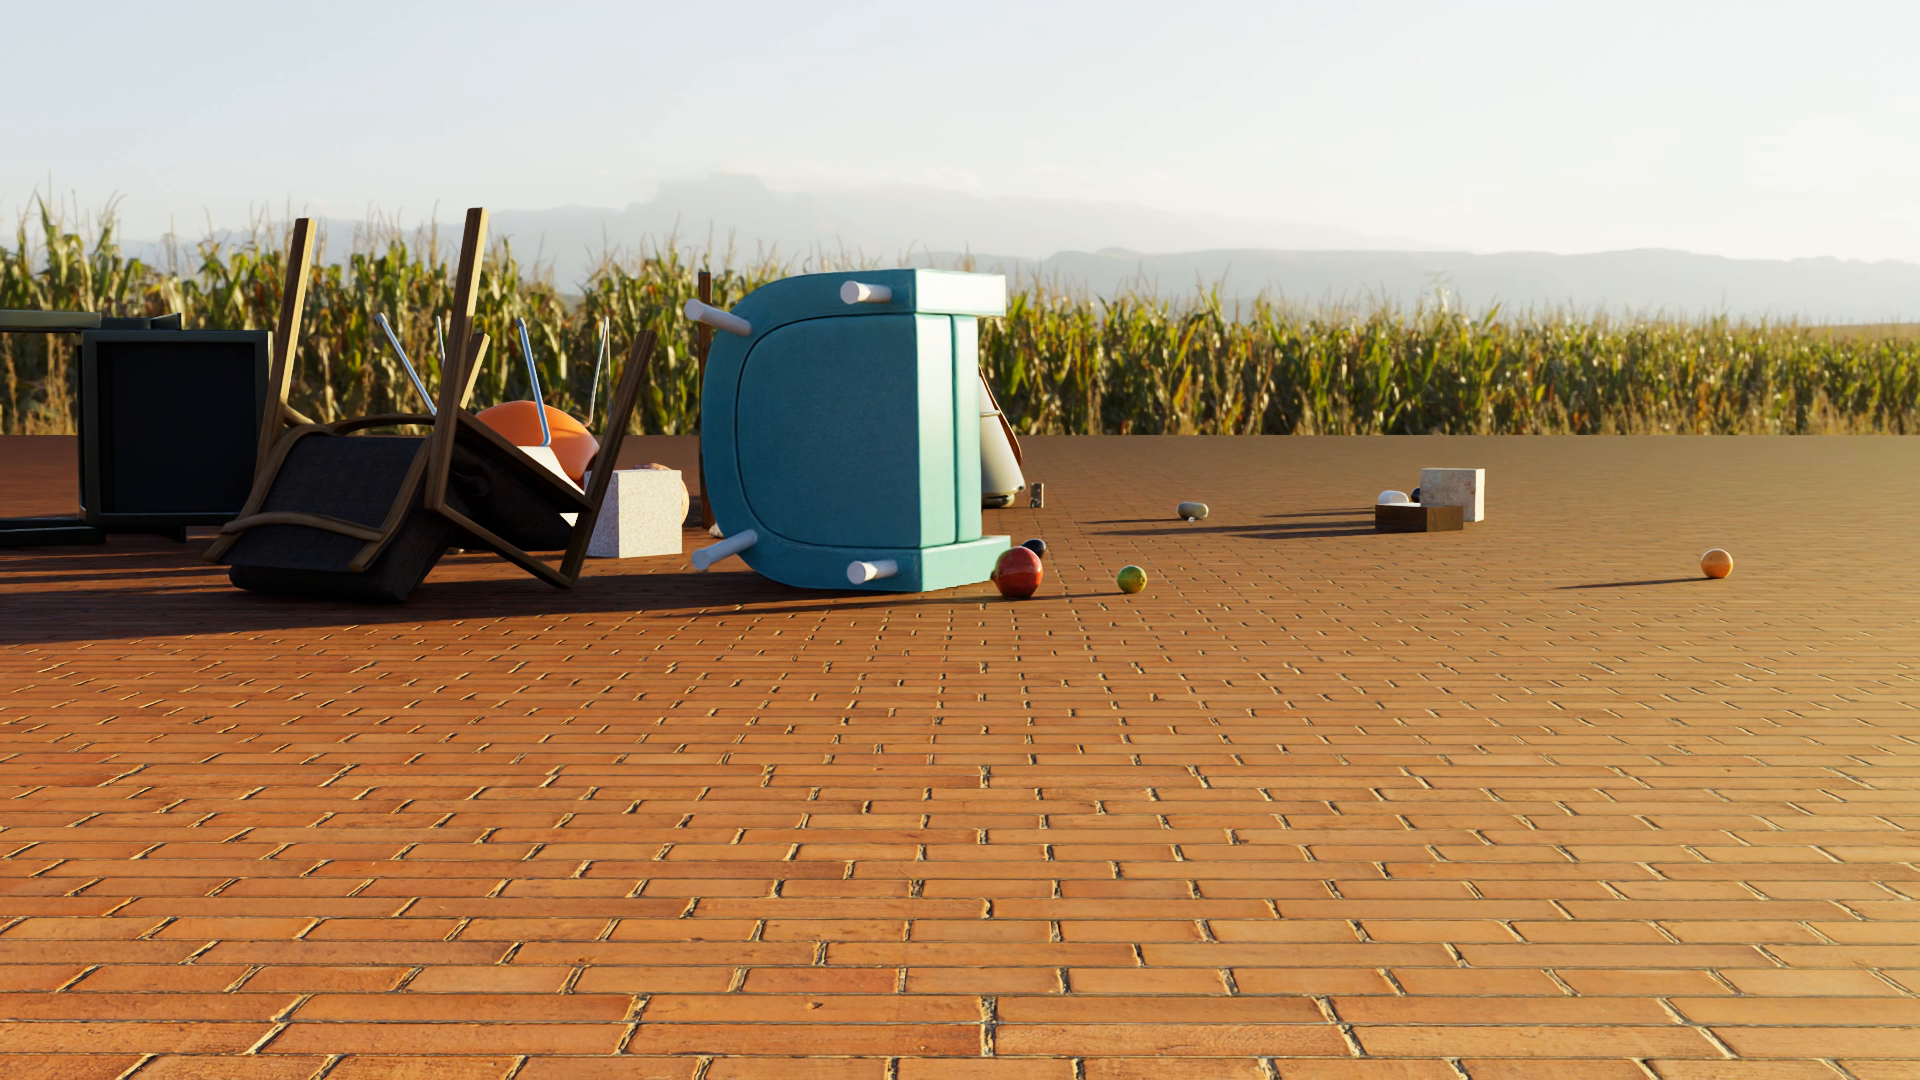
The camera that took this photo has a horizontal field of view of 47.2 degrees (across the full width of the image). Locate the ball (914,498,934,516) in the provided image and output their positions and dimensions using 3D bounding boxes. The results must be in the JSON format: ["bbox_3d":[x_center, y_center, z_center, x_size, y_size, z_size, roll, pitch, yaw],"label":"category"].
[{"bbox_3d":[-0.129,-0.118,7.777,0.067,0.067,0.067,0,4,0],"label":"ball"}]

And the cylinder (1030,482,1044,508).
[{"bbox_3d":[0.292,-0.171,8.362,0.034,0.092,0.060,-3,5,-41],"label":"cylinder"}]

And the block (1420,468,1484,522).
[{"bbox_3d":[1.691,-0.157,7.561,0.191,0.174,0.130,2,4,25],"label":"block"}]

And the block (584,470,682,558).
[{"bbox_3d":[-0.888,-0.074,5.975,0.141,0.226,0.223,3,5,40],"label":"block"}]

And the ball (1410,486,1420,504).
[{"bbox_3d":[1.764,-0.166,8.422,0.075,0.075,0.075,0,4,0],"label":"ball"}]

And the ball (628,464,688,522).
[{"bbox_3d":[-0.916,-0.112,6.493,0.230,0.230,0.230,0,4,0],"label":"ball"}]

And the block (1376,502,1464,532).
[{"bbox_3d":[1.468,-0.073,7.032,0.173,0.078,0.216,-3,5,-37],"label":"block"}]
